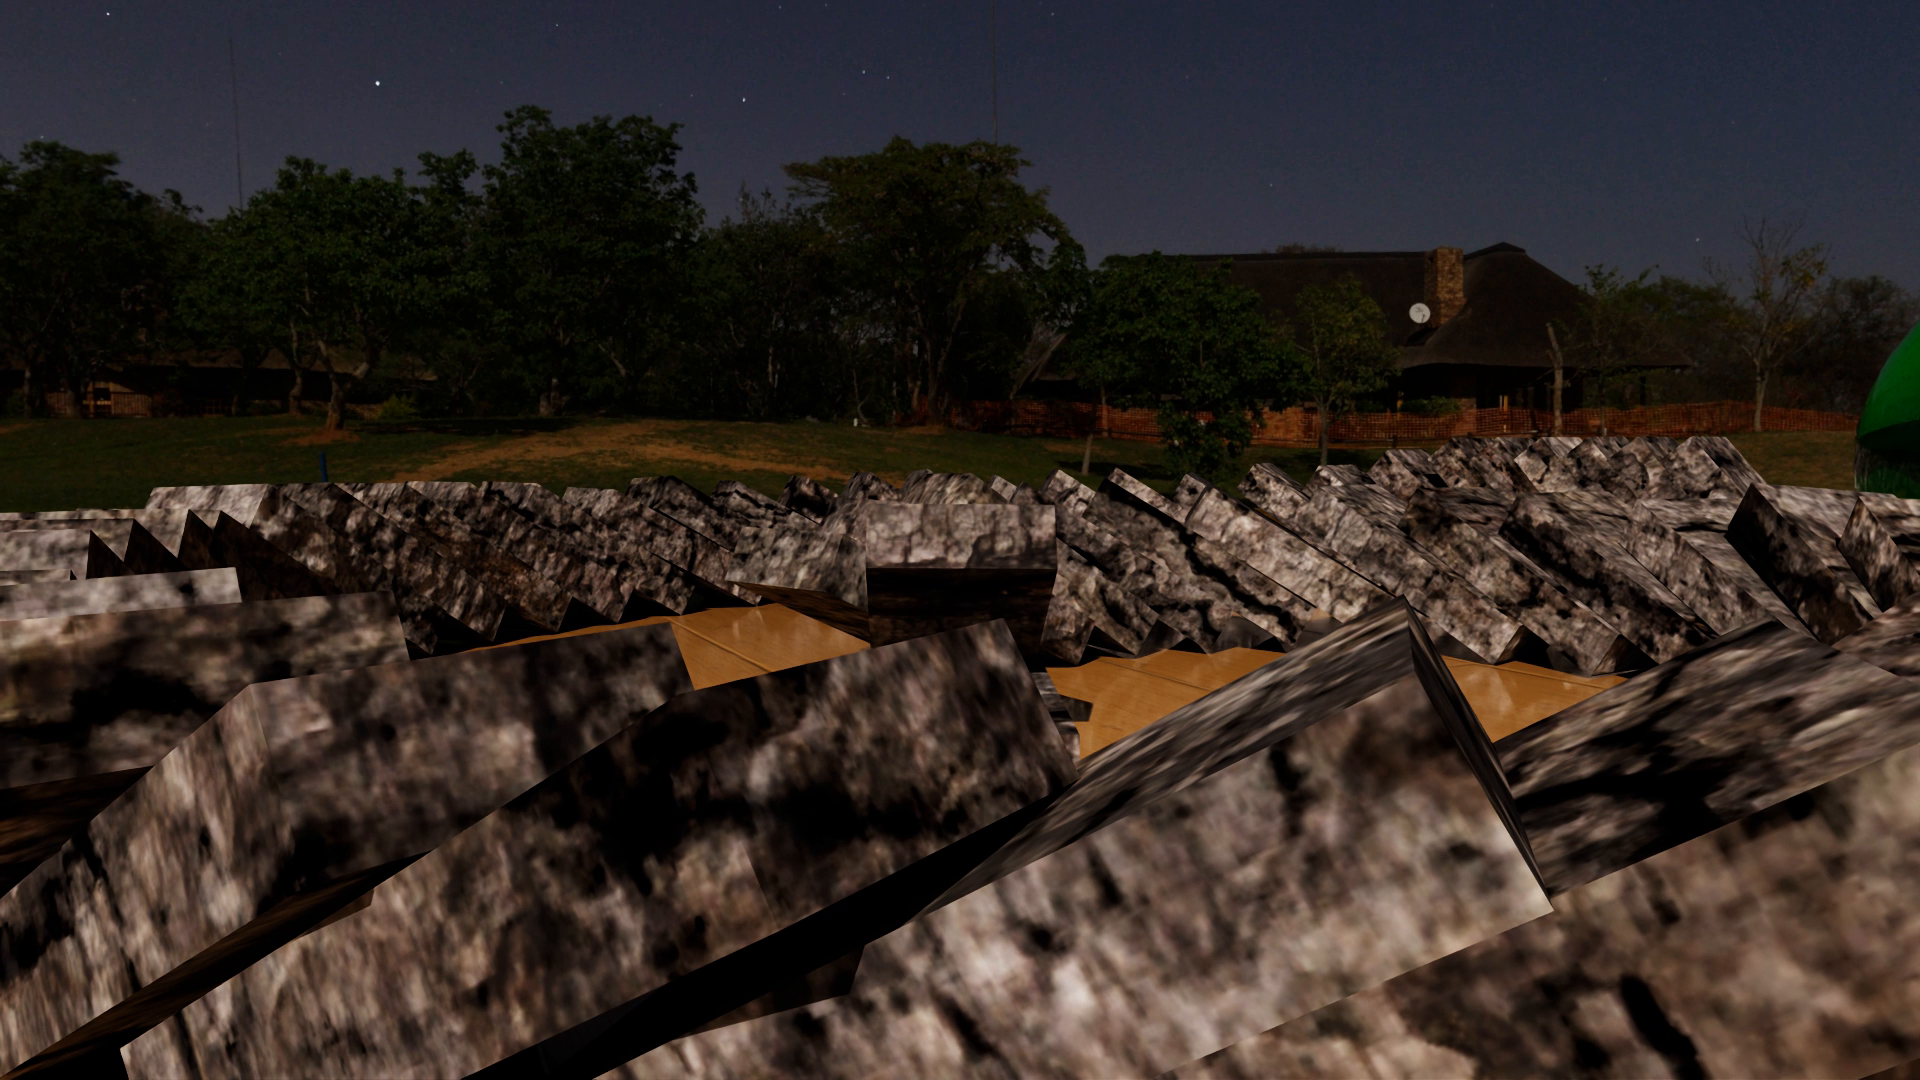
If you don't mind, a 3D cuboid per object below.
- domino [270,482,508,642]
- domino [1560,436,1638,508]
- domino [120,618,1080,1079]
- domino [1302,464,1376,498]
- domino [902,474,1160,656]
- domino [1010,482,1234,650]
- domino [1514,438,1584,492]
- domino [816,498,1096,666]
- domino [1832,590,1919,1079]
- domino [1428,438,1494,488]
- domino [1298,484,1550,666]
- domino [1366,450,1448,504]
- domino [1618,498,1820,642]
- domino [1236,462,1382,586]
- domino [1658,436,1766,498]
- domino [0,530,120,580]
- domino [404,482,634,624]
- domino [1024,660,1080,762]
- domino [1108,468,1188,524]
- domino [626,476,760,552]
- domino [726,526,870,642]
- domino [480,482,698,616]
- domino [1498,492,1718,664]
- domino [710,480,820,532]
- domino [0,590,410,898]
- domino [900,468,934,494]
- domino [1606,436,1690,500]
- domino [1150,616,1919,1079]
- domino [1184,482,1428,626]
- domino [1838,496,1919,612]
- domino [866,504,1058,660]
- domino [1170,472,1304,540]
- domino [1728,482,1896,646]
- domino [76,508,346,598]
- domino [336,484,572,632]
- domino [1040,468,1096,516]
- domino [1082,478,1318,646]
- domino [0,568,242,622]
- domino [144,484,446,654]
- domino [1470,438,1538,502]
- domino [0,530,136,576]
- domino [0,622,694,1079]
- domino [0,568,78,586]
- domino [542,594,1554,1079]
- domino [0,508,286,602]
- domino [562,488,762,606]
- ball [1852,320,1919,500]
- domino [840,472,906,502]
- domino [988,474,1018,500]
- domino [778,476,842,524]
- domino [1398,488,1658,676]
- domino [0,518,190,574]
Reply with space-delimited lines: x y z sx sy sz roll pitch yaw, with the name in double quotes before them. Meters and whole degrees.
"domino" -0.118 0.006 0.257 0.025 0.009 0.050 0 -28 24
"domino" 0.181 -0.005 0.335 0.025 0.050 0.010 -5 -34 -43
"domino" -0.021 0.021 0.070 0.050 0.009 0.025 -32 -13 29
"domino" 0.129 -0.004 0.382 0.025 0.010 0.050 -5 41 -49
"domino" 0.013 0.005 0.257 0.050 0.009 0.025 36 -12 -22
"domino" 0.032 0.005 0.272 0.050 0.009 0.025 32 3 0
"domino" 0.173 -0.005 0.345 0.025 0.050 0.009 -4 -34 -43
"domino" -0.001 0.008 0.243 0.050 0.009 0.025 32 -15 -33
"domino" 0.042 0.020 0.065 0.050 0.009 0.025 -33 5 0
"domino" 0.157 -0.007 0.363 0.025 0.050 0.009 -4 -35 -43
"domino" 0.098 0.006 0.268 0.025 0.010 0.050 -4 36 -44
"domino" 0.144 -0.006 0.372 0.025 0.009 0.050 -4 49 -45
"domino" 0.140 0.010 0.218 0.025 0.009 0.050 -1 33 -12
"domino" 0.109 -0.005 0.387 0.050 0.009 0.025 39 18 17
"domino" 0.197 -0.003 0.316 0.025 0.050 0.009 -4 -34 -43
"domino" -0.101 0.015 0.138 0.025 0.009 0.050 -3 -25 -20
"domino" -0.102 0.003 0.294 0.025 0.009 0.050 3 -27 36
"domino" 0.001 0.025 0.171 0.025 0.009 0.050 0 4 -1
"domino" 0.066 -0.004 0.390 0.050 0.009 0.025 32 3 2
"domino" -0.064 -0.001 0.344 0.050 0.009 0.025 33 -19 -33
"domino" -0.013 0.012 0.222 0.025 0.009 0.050 4 -18 43
"domino" -0.091 0.002 0.312 0.025 0.009 0.050 4 -25 42
"domino" 0.128 0.008 0.238 0.025 0.009 0.050 -2 34 -25
"domino" -0.045 -0.001 0.361 0.050 0.009 0.025 29 -8 -22
"domino" -0.060 0.019 0.092 0.025 0.009 0.050 -4 -23 -45
"domino" 0.007 -0.004 0.382 0.050 0.009 0.025 31 -6 -12
"domino" 0.189 -0.004 0.325 0.025 0.050 0.009 -4 -34 -43
"domino" 0.019 0.021 0.061 0.050 0.009 0.025 -31 -5 17
"domino" 0.071 0.005 0.269 0.050 0.009 0.025 32 9 6
"domino" 0.147 0.012 0.179 0.025 0.009 0.050 4 35 9
"domino" -0.001 0.011 0.191 0.025 0.009 0.050 0 -27 -2
"domino" 0.089 -0.003 0.390 0.050 0.009 0.025 32 11 10
"domino" 0.146 0.010 0.201 0.025 0.009 0.050 4 35 -2
"domino" -0.123 0.010 0.219 0.025 0.009 0.050 1 -24 9
"domino" -0.110 0.005 0.276 0.025 0.009 0.050 1 -27 30
"domino" 0.048 -0.004 0.389 0.050 0.009 0.025 32 3 -2
"domino" 0.050 0.004 0.273 0.050 0.009 0.025 32 3 5
"domino" -0.076 0.018 0.104 0.025 0.010 0.050 -6 -22 -40
"domino" -0.122 0.007 0.238 0.025 0.009 0.050 -1 -29 17
"domino" 0.165 -0.006 0.354 0.025 0.050 0.010 -4 -34 -43
"domino" -0.111 0.014 0.158 0.025 0.009 0.050 -1 -26 -10
"domino" -0.041 0.021 0.081 0.050 0.010 0.025 -30 -14 33
"domino" -0.093 0.017 0.122 0.025 0.009 0.050 -2 -24 -22
"domino" 0.002 0.020 0.065 0.050 0.009 0.025 -31 -5 18
"domino" -0.119 0.011 0.196 0.025 0.009 0.050 -2 -25 -4
"domino" -0.076 0.002 0.330 0.025 0.009 0.050 5 -21 47
"ball" 0.202 -0.014 0.221 0.080 0.080 0.080 0 4 0
"domino" -0.010 -0.003 0.376 0.050 0.009 0.025 31 -6 -15
"domino" 0.030 -0.003 0.387 0.050 0.009 0.025 30 3 -3
"domino" -0.027 -0.002 0.370 0.050 0.009 0.025 30 -5 -18
"domino" 0.115 0.007 0.255 0.025 0.010 0.050 -2 35 -33
"domino" -0.116 0.013 0.177 0.025 0.010 0.050 -1 -25 -6
